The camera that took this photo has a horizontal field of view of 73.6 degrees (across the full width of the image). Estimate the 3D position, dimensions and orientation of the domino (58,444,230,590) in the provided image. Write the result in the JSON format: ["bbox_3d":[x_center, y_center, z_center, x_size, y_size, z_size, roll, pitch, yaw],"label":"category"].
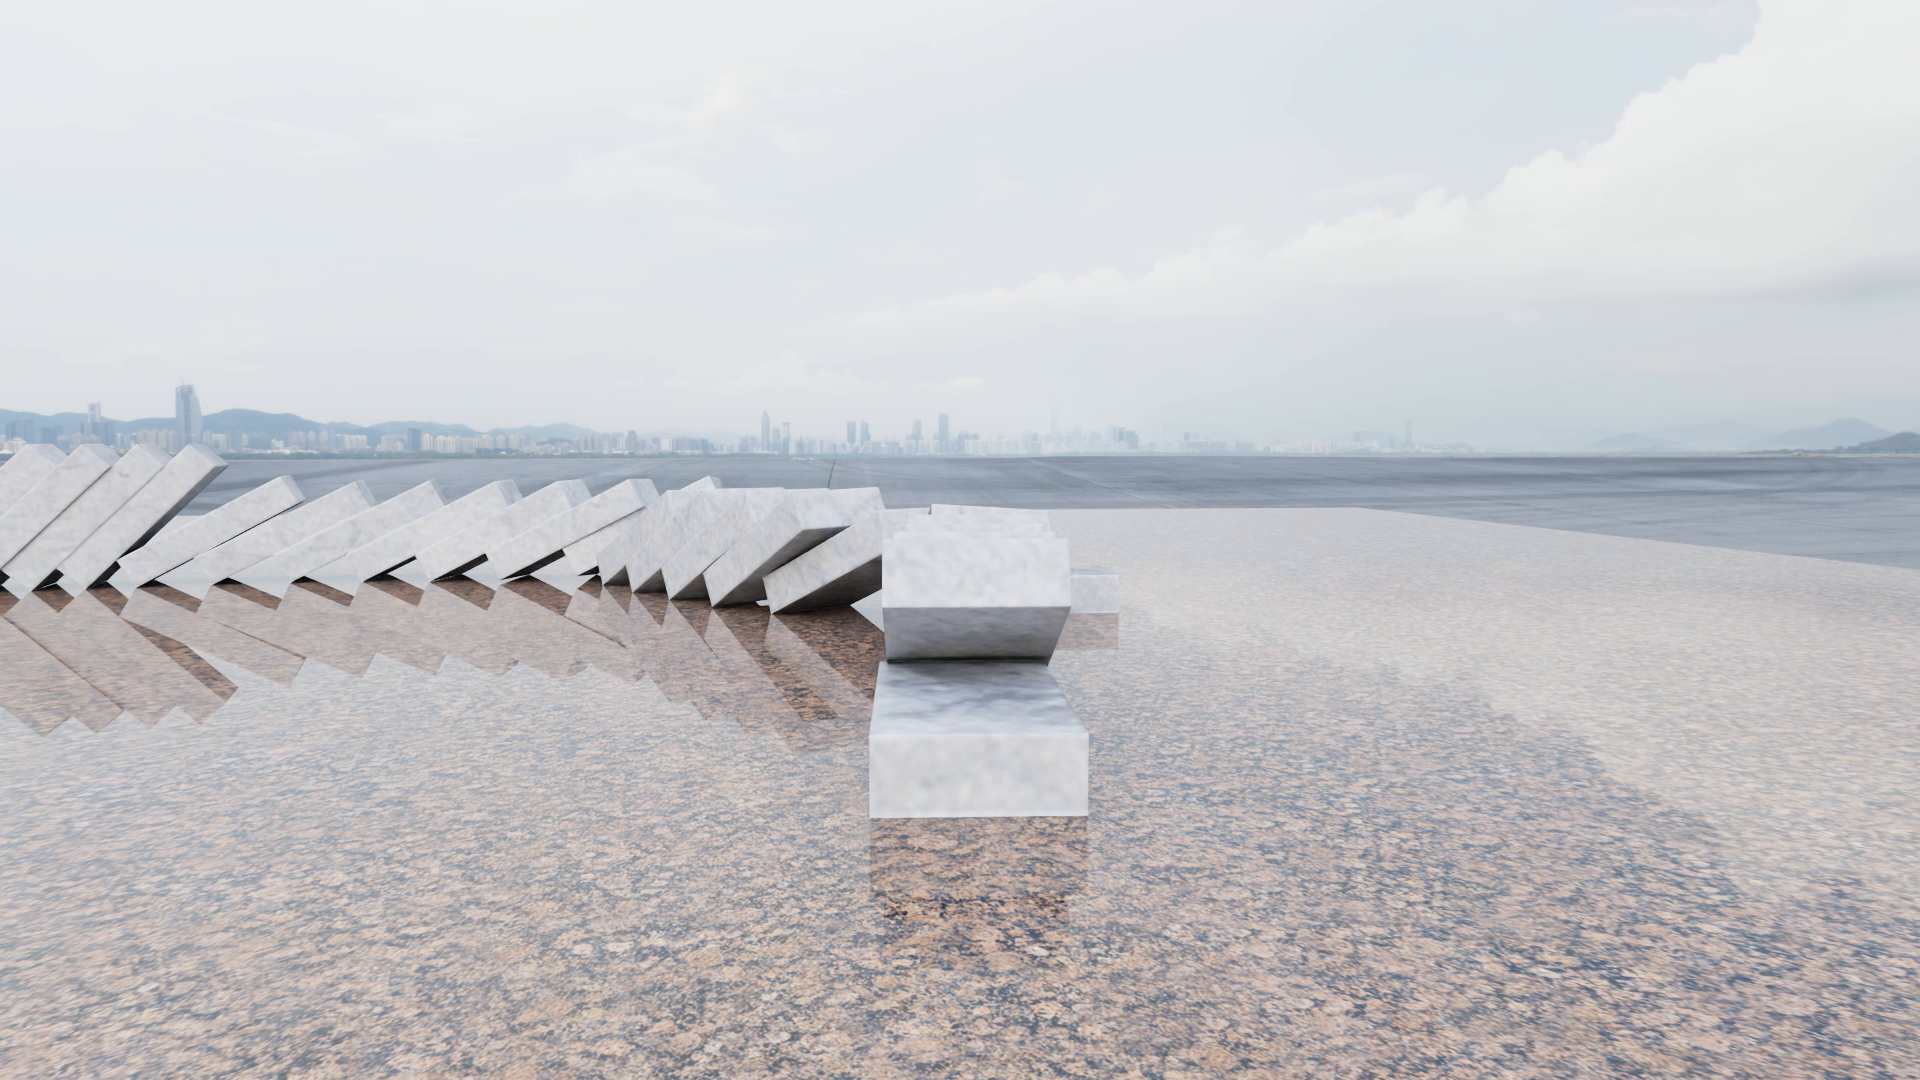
[{"bbox_3d":[-0.247,-0.008,0.390,0.009,0.050,0.025,45,-12,-18],"label":"domino"}]

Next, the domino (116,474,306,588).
[{"bbox_3d":[-0.230,-0.003,0.397,0.050,0.010,0.025,-32,15,-16],"label":"domino"}]

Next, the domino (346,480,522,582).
[{"bbox_3d":[-0.166,-0.004,0.409,0.050,0.010,0.025,-27,7,-4],"label":"domino"}]

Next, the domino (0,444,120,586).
[{"bbox_3d":[-0.271,-0.007,0.378,0.009,0.050,0.025,45,-12,-18],"label":"domino"}]

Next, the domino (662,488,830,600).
[{"bbox_3d":[-0.057,0.001,0.342,0.025,0.010,0.050,-4,-21,-41],"label":"domino"}]

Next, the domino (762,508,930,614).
[{"bbox_3d":[-0.024,0.005,0.313,0.025,0.010,0.050,-4,-16,-43],"label":"domino"}]

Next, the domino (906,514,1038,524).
[{"bbox_3d":[0.001,0.008,0.266,0.025,0.009,0.050,0,-19,-3],"label":"domino"}]

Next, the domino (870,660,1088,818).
[{"bbox_3d":[0.001,0.025,0.171,0.025,0.010,0.050,0,4,-2],"label":"domino"}]

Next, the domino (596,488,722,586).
[{"bbox_3d":[-0.085,-0.001,0.378,0.025,0.010,0.050,-4,-19,-41],"label":"domino"}]

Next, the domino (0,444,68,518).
[{"bbox_3d":[-0.283,-0.007,0.373,0.010,0.050,0.025,45,-12,-18],"label":"domino"}]

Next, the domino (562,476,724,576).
[{"bbox_3d":[-0.098,-0.004,0.407,0.050,0.010,0.025,-27,1,-2],"label":"domino"}]

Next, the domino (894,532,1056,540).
[{"bbox_3d":[0.001,0.012,0.219,0.025,0.009,0.050,0,-20,-2],"label":"domino"}]

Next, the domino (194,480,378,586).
[{"bbox_3d":[-0.211,-0.003,0.404,0.050,0.009,0.025,-29,13,-15],"label":"domino"}]

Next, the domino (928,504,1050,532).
[{"bbox_3d":[0.002,0.006,0.288,0.025,0.010,0.050,3,-20,-9],"label":"domino"}]

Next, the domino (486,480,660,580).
[{"bbox_3d":[-0.121,-0.004,0.404,0.050,0.009,0.025,-27,2,3],"label":"domino"}]

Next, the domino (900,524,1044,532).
[{"bbox_3d":[0.001,0.010,0.243,0.025,0.010,0.050,0,-19,-2],"label":"domino"}]

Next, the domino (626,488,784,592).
[{"bbox_3d":[-0.071,0.000,0.359,0.025,0.010,0.050,-4,-21,-41],"label":"domino"}]

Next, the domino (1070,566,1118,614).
[{"bbox_3d":[0.014,0.013,0.334,0.050,0.009,0.025,0,4,-5],"label":"domino"}]

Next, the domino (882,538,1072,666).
[{"bbox_3d":[0.001,0.013,0.194,0.025,0.010,0.050,0,-20,-2],"label":"domino"}]

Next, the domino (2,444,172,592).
[{"bbox_3d":[-0.259,-0.008,0.384,0.010,0.050,0.025,45,-12,-18],"label":"domino"}]

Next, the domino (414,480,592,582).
[{"bbox_3d":[-0.143,-0.003,0.406,0.050,0.010,0.025,-27,3,3],"label":"domino"}]

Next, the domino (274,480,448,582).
[{"bbox_3d":[-0.190,-0.004,0.409,0.050,0.009,0.025,-29,12,-15],"label":"domino"}]

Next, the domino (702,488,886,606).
[{"bbox_3d":[-0.042,0.002,0.324,0.025,0.010,0.050,-6,-20,-39],"label":"domino"}]
